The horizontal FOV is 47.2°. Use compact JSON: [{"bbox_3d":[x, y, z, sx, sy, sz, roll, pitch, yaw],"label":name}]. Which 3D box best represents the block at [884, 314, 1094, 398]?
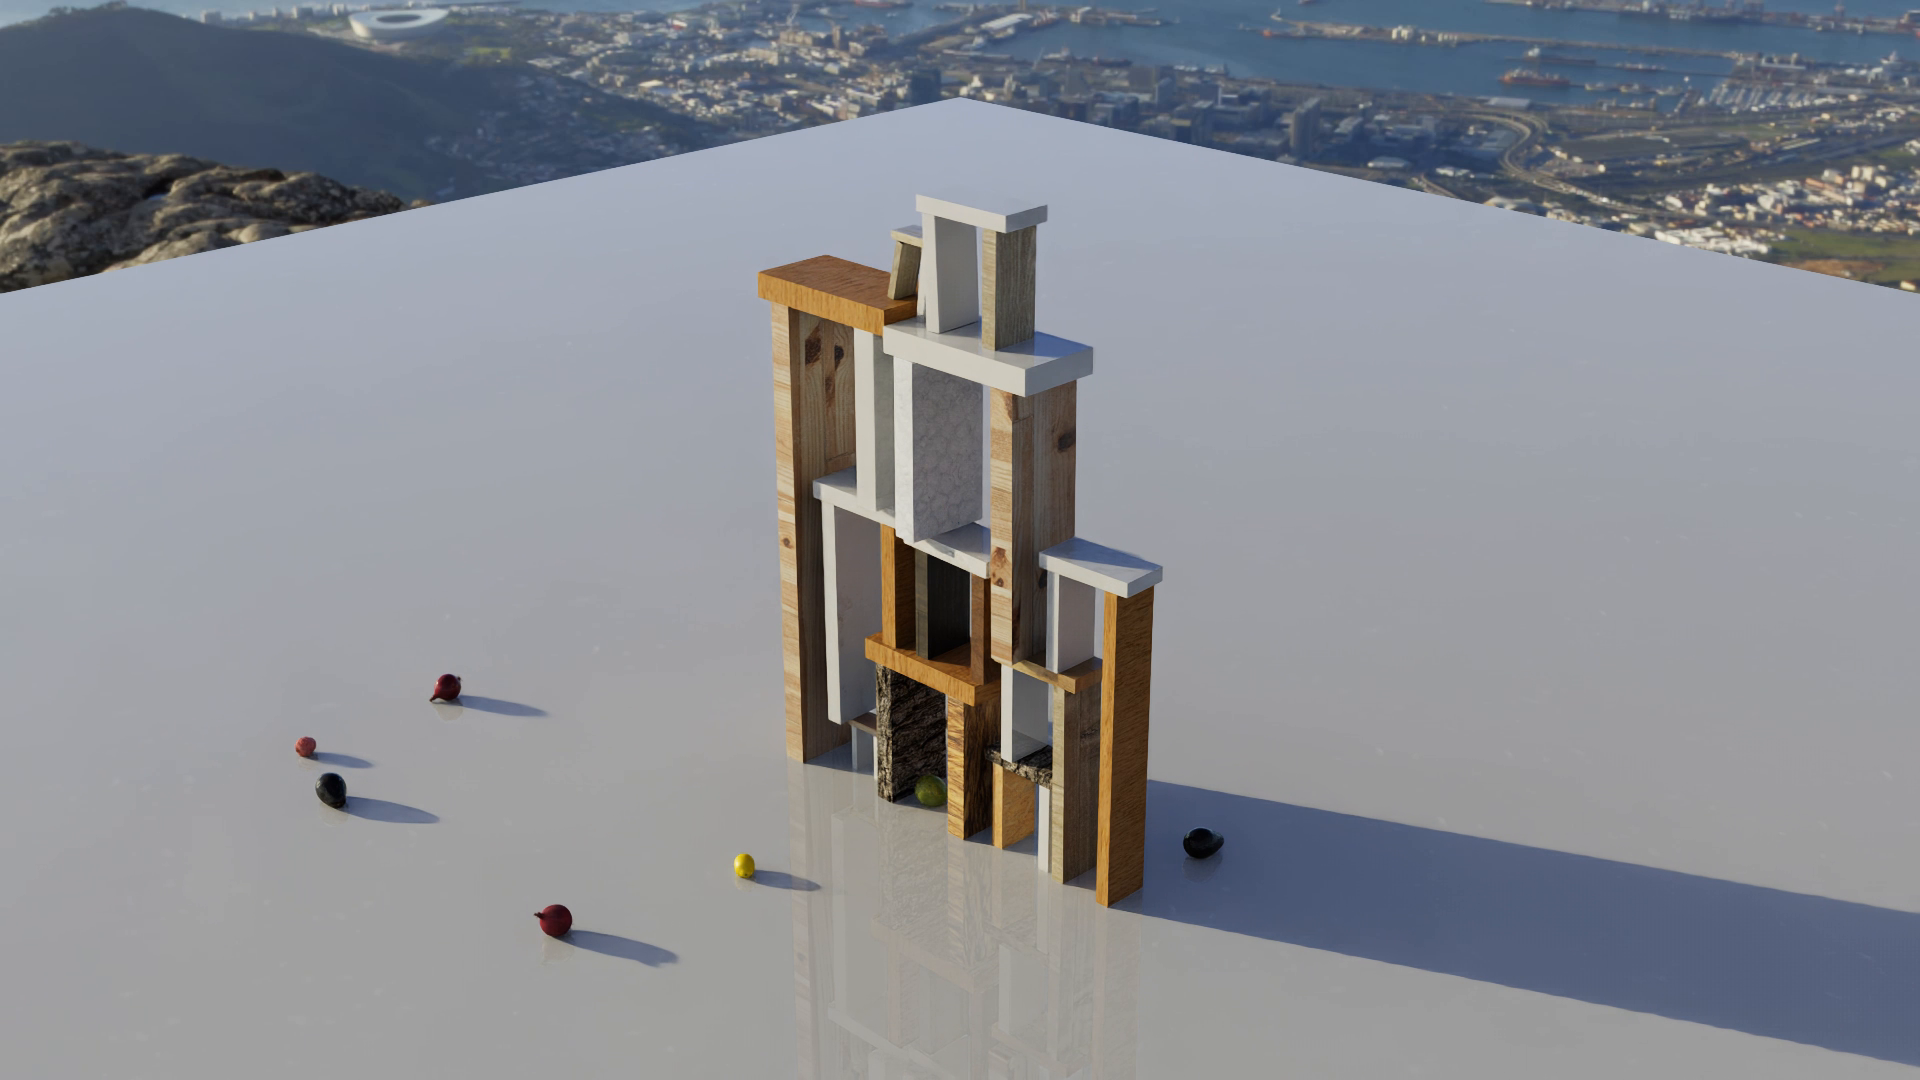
[{"bbox_3d":[0.049,-0.347,4.013,0.359,0.051,0.180,21,31,40],"label":"block"}]

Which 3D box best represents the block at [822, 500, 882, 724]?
[{"bbox_3d":[-0.219,0.134,4.522,0.036,0.492,0.128,19,30,39],"label":"block"}]

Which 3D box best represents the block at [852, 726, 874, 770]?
[{"bbox_3d":[-0.204,0.428,4.623,0.014,0.101,0.050,20,30,39],"label":"block"}]

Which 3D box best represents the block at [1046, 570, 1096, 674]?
[{"bbox_3d":[0.205,0.135,4.051,0.029,0.203,0.102,21,31,40],"label":"block"}]

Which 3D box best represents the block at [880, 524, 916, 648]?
[{"bbox_3d":[-0.096,0.073,4.362,0.036,0.257,0.128,21,31,40],"label":"block"}]

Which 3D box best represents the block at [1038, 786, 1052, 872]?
[{"bbox_3d":[0.194,0.541,4.247,0.093,0.185,0.026,-20,30,-39],"label":"block"}]

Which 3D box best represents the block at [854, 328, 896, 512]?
[{"bbox_3d":[-0.119,-0.252,4.248,0.051,0.360,0.180,20,30,39],"label":"block"}]

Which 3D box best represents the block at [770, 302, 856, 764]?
[{"bbox_3d":[-0.288,-0.022,4.529,0.051,1.003,0.180,21,31,40],"label":"block"}]

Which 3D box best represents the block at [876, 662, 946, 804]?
[{"bbox_3d":[-0.099,0.370,4.496,0.043,0.307,0.153,21,31,41],"label":"block"}]

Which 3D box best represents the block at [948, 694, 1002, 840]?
[{"bbox_3d":[0.046,0.426,4.363,0.043,0.307,0.153,21,31,41],"label":"block"}]

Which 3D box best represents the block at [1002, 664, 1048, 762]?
[{"bbox_3d":[0.125,0.317,4.215,0.029,0.202,0.101,21,31,41],"label":"block"}]

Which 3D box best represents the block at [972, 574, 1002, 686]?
[{"bbox_3d":[0.074,0.151,4.209,0.117,0.234,0.033,-21,31,-41],"label":"block"}]

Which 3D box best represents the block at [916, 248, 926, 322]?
[{"bbox_3d":[-0.050,-0.476,4.070,0.016,0.142,0.058,28,35,36],"label":"block"}]

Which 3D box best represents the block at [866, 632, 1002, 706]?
[{"bbox_3d":[-0.027,0.237,4.361,0.307,0.043,0.153,21,31,41],"label":"block"}]

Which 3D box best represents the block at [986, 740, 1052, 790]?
[{"bbox_3d":[0.148,0.427,4.246,0.093,0.026,0.185,-21,31,-40],"label":"block"}]

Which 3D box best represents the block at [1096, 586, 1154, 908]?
[{"bbox_3d":[0.303,0.376,4.049,0.029,0.645,0.102,21,31,41],"label":"block"}]

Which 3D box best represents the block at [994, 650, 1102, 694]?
[{"bbox_3d":[0.173,0.228,4.128,0.202,0.029,0.101,20,30,40],"label":"block"}]

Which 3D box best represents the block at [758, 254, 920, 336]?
[{"bbox_3d":[-0.205,-0.475,4.247,0.360,0.051,0.180,21,31,41],"label":"block"}]

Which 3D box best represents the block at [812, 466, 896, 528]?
[{"bbox_3d":[-0.158,-0.086,4.363,0.257,0.036,0.128,21,31,40],"label":"block"}]

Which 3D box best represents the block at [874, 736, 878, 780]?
[{"bbox_3d":[-0.156,0.447,4.579,0.014,0.101,0.050,21,31,41],"label":"block"}]

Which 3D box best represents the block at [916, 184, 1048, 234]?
[{"bbox_3d":[0.038,-0.593,3.927,0.219,0.031,0.109,21,31,39],"label":"block"}]

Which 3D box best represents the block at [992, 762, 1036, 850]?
[{"bbox_3d":[0.106,0.507,4.328,0.093,0.185,0.026,-21,31,-40],"label":"block"}]

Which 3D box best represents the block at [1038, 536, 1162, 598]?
[{"bbox_3d":[0.253,0.048,3.958,0.203,0.029,0.102,20,30,38],"label":"block"}]

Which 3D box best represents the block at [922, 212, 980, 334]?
[{"bbox_3d":[-0.016,-0.498,4.023,0.031,0.219,0.109,17,28,40],"label":"block"}]

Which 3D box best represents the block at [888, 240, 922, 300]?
[{"bbox_3d":[-0.101,-0.510,4.116,0.058,0.115,0.016,-22,44,-41],"label":"block"}]

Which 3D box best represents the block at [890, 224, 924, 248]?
[{"bbox_3d":[-0.068,-0.559,4.060,0.058,0.016,0.115,-20,30,-38],"label":"block"}]

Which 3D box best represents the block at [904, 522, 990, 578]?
[{"bbox_3d":[0.013,0.009,4.202,0.117,0.033,0.234,-19,30,-38],"label":"block"}]

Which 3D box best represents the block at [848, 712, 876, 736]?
[{"bbox_3d":[-0.180,0.384,4.579,0.101,0.014,0.050,19,30,39],"label":"block"}]

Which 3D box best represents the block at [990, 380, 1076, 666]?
[{"bbox_3d":[0.135,-0.046,4.053,0.051,0.535,0.180,19,29,39],"label":"block"}]

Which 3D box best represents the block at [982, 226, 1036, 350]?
[{"bbox_3d":[0.088,-0.458,3.927,0.031,0.219,0.109,20,30,38],"label":"block"}]

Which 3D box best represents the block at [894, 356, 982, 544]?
[{"bbox_3d":[-0.039,-0.190,4.167,0.180,0.359,0.051,-20,30,-39],"label":"block"}]

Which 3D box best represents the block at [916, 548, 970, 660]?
[{"bbox_3d":[-0.034,0.107,4.312,0.033,0.234,0.117,21,31,40],"label":"block"}]

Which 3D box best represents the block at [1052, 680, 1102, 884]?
[{"bbox_3d":[0.221,0.450,4.171,0.101,0.413,0.029,-21,30,-40],"label":"block"}]
